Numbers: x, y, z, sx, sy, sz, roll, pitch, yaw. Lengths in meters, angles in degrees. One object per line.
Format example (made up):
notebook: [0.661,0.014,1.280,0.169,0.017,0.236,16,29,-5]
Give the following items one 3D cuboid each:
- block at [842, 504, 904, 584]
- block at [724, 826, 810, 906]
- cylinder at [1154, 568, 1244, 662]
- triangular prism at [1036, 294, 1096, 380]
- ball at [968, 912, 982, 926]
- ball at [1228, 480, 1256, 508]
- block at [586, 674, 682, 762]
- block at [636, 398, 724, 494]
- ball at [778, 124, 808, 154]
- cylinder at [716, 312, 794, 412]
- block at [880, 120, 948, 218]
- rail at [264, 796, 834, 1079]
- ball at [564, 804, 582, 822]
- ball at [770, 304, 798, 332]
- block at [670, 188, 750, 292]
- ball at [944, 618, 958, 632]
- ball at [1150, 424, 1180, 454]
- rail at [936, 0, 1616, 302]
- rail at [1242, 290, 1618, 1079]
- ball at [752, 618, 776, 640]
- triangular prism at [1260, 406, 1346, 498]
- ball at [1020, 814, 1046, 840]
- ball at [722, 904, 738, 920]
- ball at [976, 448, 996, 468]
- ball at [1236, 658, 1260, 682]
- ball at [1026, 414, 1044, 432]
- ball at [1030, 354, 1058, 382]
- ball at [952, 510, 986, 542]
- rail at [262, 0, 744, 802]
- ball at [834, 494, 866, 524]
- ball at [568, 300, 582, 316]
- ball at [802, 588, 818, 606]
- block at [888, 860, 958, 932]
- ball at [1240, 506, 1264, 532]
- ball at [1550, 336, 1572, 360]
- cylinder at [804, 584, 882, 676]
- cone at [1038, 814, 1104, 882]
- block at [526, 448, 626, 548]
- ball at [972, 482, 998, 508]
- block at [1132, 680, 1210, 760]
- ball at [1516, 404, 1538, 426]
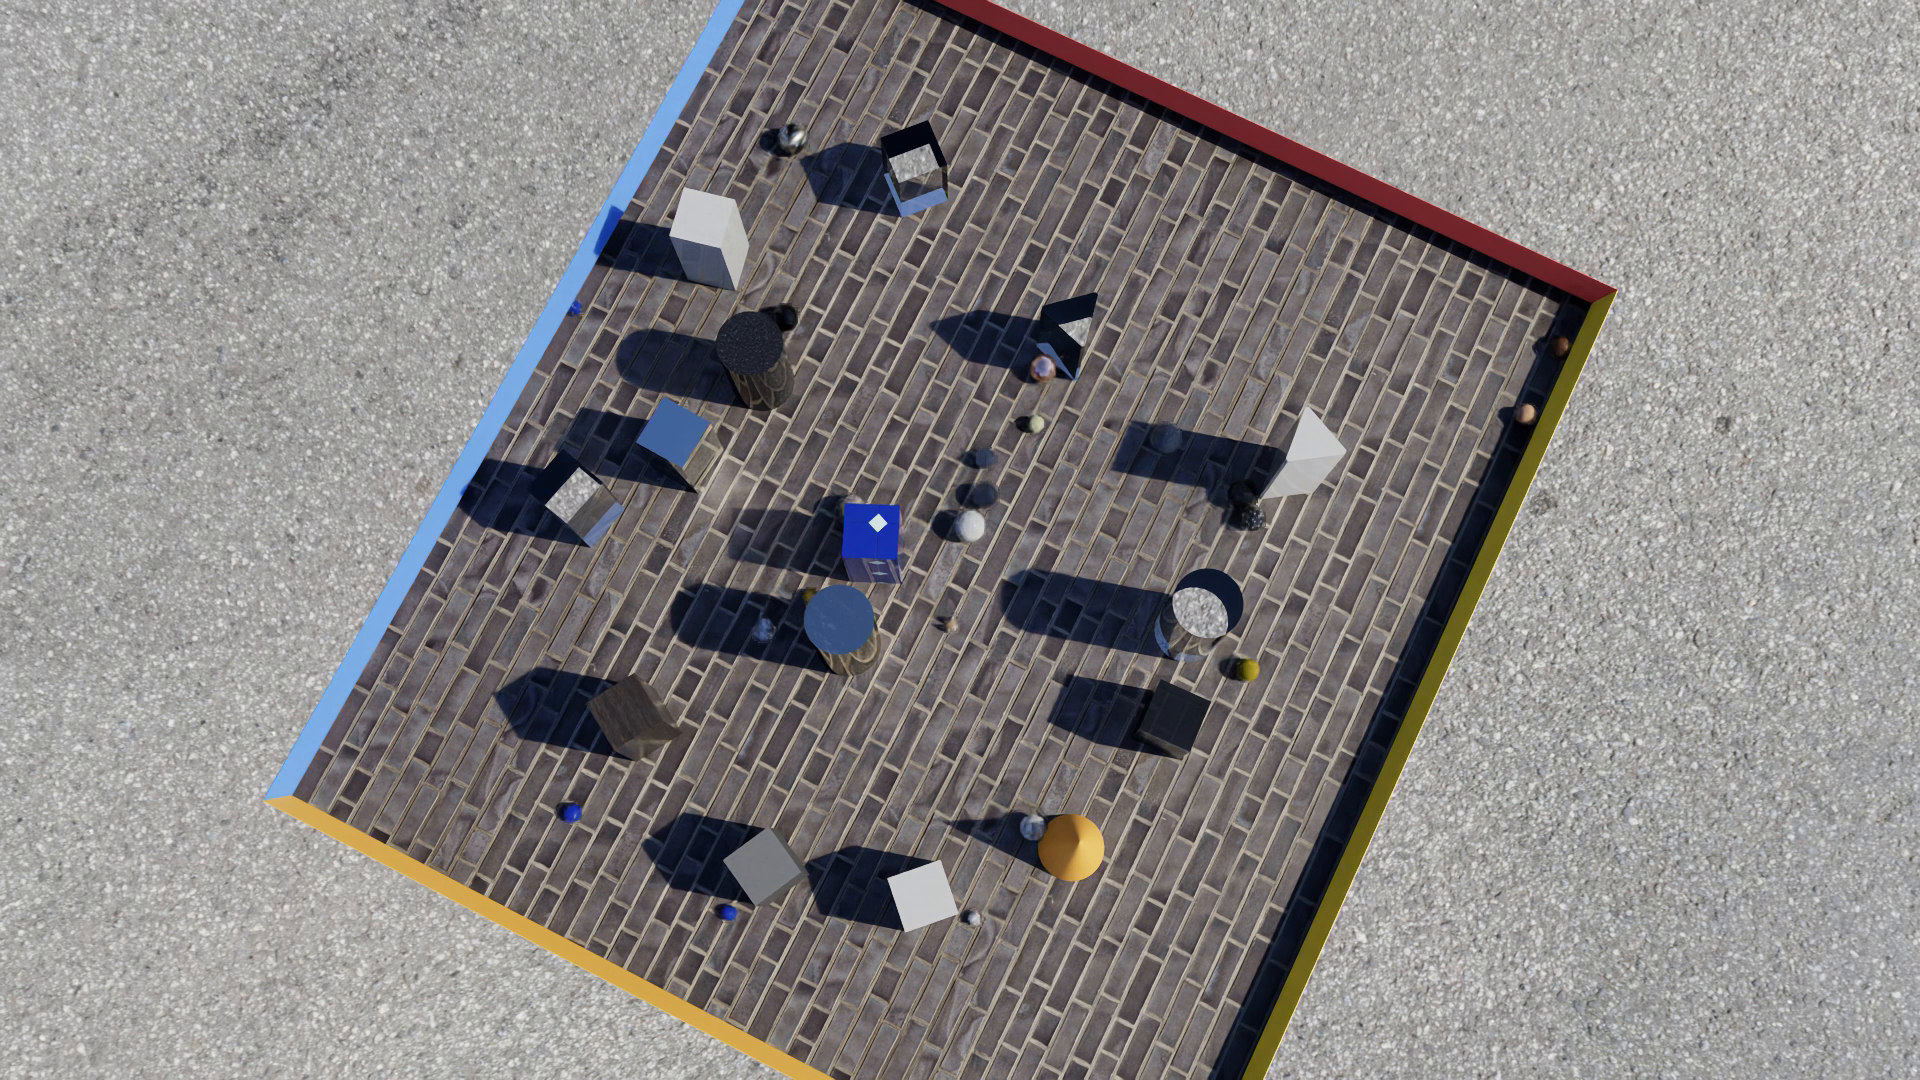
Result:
block: [-0.254,0.014,5.416,0.158,0.388,0.158,2,78,0]
block: [-0.554,0.942,5.271,0.158,0.296,0.158,-36,81,-7]
cylinder: [0.688,0.224,5.322,0.197,0.487,0.197,0,78,0]
triangular prism: [0.353,-0.642,5.569,0.171,0.353,0.148,44,82,8]
ball: [0.044,1.107,5.367,0.041,0.041,0.041,0,78,0]
ball: [0.862,-0.140,5.601,0.088,0.088,0.088,0,78,0]
block: [-0.942,0.519,5.318,0.158,0.374,0.158,-32,80,-6]
block: [-0.837,-0.281,5.507,0.158,0.328,0.158,29,80,6]
ball: [-0.532,-1.277,5.832,0.096,0.096,0.096,0,78,0]
cylinder: [-0.614,-0.536,5.534,0.197,0.380,0.197,0,78,0]
block: [-0.141,-1.154,5.712,0.158,0.282,0.158,-21,79,-4]
rail: [-0.708,1.393,5.262,2.932,0.128,0.045,26,80,5]
ball: [-1.145,0.806,5.421,0.056,0.056,0.056,0,78,0]
ball: [-0.547,-0.690,5.715,0.087,0.087,0.087,0,78,0]
block: [-0.763,-0.916,5.612,0.158,0.380,0.158,14,79,3]
ball: [-0.027,0.256,5.541,0.044,0.044,0.044,0,78,0]
ball: [0.632,-0.312,5.633,0.094,0.094,0.094,0,78,0]
rail: [0.708,-1.379,5.836,2.932,0.128,0.045,26,80,5]
rail: [1.290,0.638,5.418,0.045,0.128,3.212,26,80,5]
ball: [-0.591,0.270,5.526,0.067,0.067,0.067,0,78,0]
triangular prism: [0.997,-0.260,5.429,0.171,0.474,0.148,-8,78,-2]
ball: [0.214,0.847,5.393,0.077,0.077,0.077,0,78,0]
ball: [-0.675,1.092,5.367,0.046,0.046,0.046,0,78,0]
ball: [0.078,-0.250,5.636,0.063,0.063,0.063,0,78,0]
ball: [0.863,0.389,5.500,0.070,0.070,0.070,0,78,0]
ball: [0.233,-0.359,5.663,0.055,0.055,0.055,0,78,0]
ball: [0.259,-0.533,5.683,0.087,0.087,0.087,0,78,0]
ball: [0.027,-0.043,5.576,0.098,0.098,0.098,0,78,0]
rail: [-1.290,-0.625,5.679,0.045,0.128,3.212,26,80,5]
ball: [-0.333,-0.090,5.585,0.099,0.099,0.099,0,78,0]
ball: [-1.207,-0.728,5.744,0.045,0.045,0.045,0,78,0]
ball: [-0.447,0.176,5.550,0.058,0.058,0.058,0,78,0]
block: [-0.104,1.025,5.266,0.158,0.272,0.158,-19,79,-4]
ball: [0.892,-0.064,5.591,0.075,0.075,0.075,0,78,0]
ball: [1.872,-0.598,5.705,0.069,0.069,0.069,0,78,0]
cylinder: [-0.337,0.268,5.324,0.197,0.465,0.197,0,78,0]
cone: [0.329,0.870,5.233,0.197,0.399,0.197,0,78,0]
block: [-1.140,-0.121,5.461,0.158,0.354,0.158,39,81,7]
ball: [0.077,-0.136,5.604,0.080,0.080,0.080,0,78,0]
block: [0.616,0.528,5.373,0.158,0.263,0.158,24,79,5]
ball: [1.750,-0.385,5.662,0.068,0.068,0.068,0,78,0]
